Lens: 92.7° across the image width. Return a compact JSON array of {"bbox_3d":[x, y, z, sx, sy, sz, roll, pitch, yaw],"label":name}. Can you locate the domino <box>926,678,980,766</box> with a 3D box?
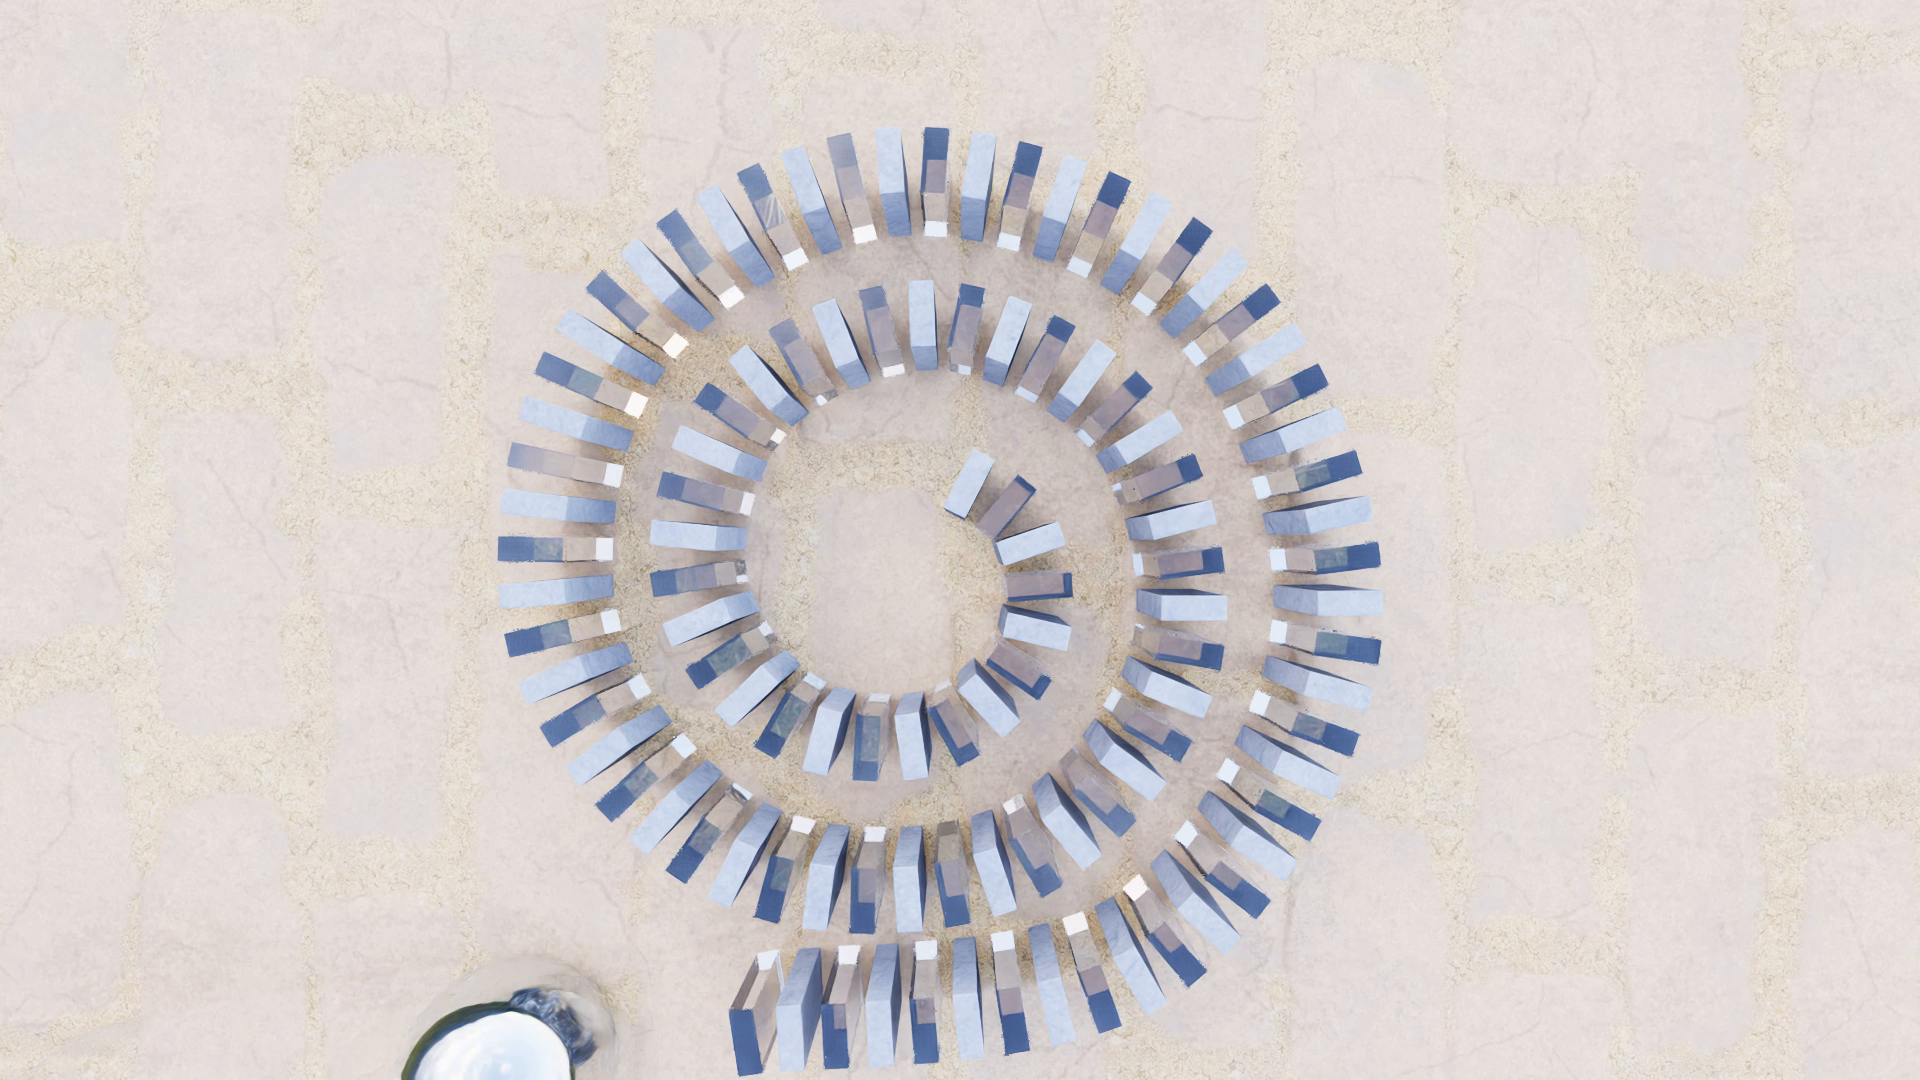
[{"bbox_3d":[-0.003,0.074,0.375,0.009,0.050,0.025,-29,90,0],"label":"domino"}]

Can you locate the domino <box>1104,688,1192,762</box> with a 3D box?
[{"bbox_3d":[0.076,0.075,0.375,0.025,0.050,0.010,30,90,0],"label":"domino"}]

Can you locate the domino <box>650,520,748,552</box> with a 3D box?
[{"bbox_3d":[-0.106,-0.002,0.375,0.025,0.050,0.010,6,90,0],"label":"domino"}]

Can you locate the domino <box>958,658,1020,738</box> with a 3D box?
[{"bbox_3d":[0.011,0.063,0.375,0.009,0.050,0.025,-43,90,0],"label":"domino"}]

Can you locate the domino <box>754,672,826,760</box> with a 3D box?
[{"bbox_3d":[-0.068,0.071,0.375,0.010,0.050,0.025,30,90,0],"label":"domino"}]

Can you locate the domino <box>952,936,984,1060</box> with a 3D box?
[{"bbox_3d":[0.003,0.186,0.375,0.010,0.050,0.025,-7,90,0],"label":"domino"}]

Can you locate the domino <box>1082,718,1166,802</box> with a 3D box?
[{"bbox_3d":[0.066,0.089,0.375,0.025,0.050,0.009,37,90,0],"label":"domino"}]

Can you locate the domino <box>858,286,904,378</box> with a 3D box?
[{"bbox_3d":[-0.031,-0.084,0.375,0.010,0.050,0.025,-13,90,0],"label":"domino"}]

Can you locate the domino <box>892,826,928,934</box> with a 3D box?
[{"bbox_3d":[-0.020,0.137,0.375,0.010,0.050,0.025,-5,90,0],"label":"domino"}]

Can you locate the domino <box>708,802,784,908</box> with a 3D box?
[{"bbox_3d":[-0.087,0.127,0.375,0.010,0.050,0.025,26,90,0],"label":"domino"}]

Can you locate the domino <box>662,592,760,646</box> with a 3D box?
[{"bbox_3d":[-0.101,0.032,0.375,0.025,0.050,0.009,-24,90,0],"label":"domino"}]

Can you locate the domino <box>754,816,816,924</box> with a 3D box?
[{"bbox_3d":[-0.071,0.133,0.375,0.010,0.050,0.025,15,90,0],"label":"domino"}]

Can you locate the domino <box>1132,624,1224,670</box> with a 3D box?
[{"bbox_3d":[0.088,0.043,0.375,0.025,0.050,0.010,10,90,0],"label":"domino"}]

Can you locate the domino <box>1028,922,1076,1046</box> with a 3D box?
[{"bbox_3d":[0.037,0.180,0.375,0.009,0.050,0.025,-13,90,0],"label":"domino"}]

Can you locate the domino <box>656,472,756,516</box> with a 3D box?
[{"bbox_3d":[-0.103,-0.019,0.375,0.025,0.050,0.010,15,90,0],"label":"domino"}]

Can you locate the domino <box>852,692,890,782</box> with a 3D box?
[{"bbox_3d":[-0.036,0.080,0.375,0.009,0.050,0.025,3,90,0],"label":"domino"}]

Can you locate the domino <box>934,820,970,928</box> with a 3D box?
[{"bbox_3d":[-0.003,0.135,0.375,0.009,0.050,0.025,-11,90,0],"label":"domino"}]

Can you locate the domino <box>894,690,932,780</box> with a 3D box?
[{"bbox_3d":[-0.019,0.079,0.375,0.009,0.050,0.025,-8,90,0],"label":"domino"}]

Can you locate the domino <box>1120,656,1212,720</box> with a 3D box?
[{"bbox_3d":[0.083,0.059,0.375,0.025,0.050,0.010,22,90,0],"label":"domino"}]

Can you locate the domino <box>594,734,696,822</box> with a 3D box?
[{"bbox_3d":[-0.127,0.096,0.375,0.025,0.050,0.010,-43,90,0],"label":"domino"}]

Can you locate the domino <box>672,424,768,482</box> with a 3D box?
[{"bbox_3d":[-0.097,-0.035,0.375,0.025,0.050,0.009,24,90,0],"label":"domino"}]

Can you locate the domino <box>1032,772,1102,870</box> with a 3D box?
[{"bbox_3d":[0.043,0.114,0.375,0.010,0.050,0.025,-40,90,0],"label":"domino"}]

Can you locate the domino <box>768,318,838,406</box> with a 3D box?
[{"bbox_3d":[-0.063,-0.072,0.375,0.010,0.050,0.025,-30,90,0],"label":"domino"}]

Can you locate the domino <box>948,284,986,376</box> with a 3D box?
[{"bbox_3d":[0.002,-0.085,0.375,0.009,0.050,0.025,12,90,0],"label":"domino"}]

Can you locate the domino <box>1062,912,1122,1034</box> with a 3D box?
[{"bbox_3d":[0.053,0.175,0.375,0.009,0.050,0.025,-20,90,0],"label":"domino"}]

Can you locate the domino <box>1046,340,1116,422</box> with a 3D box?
[{"bbox_3d":[0.049,-0.064,0.375,0.010,0.050,0.025,36,90,0],"label":"domino"}]

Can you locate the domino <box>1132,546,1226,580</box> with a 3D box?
[{"bbox_3d":[0.088,0.009,0.375,0.025,0.050,0.009,-8,90,0],"label":"domino"}]

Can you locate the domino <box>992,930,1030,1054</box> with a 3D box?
[{"bbox_3d":[0.020,0.184,0.375,0.010,0.050,0.025,-9,90,0],"label":"domino"}]

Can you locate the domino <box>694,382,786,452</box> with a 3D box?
[{"bbox_3d":[-0.089,-0.050,0.375,0.025,0.050,0.009,35,90,0],"label":"domino"}]

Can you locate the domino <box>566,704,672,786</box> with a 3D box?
[{"bbox_3d":[-0.138,0.083,0.375,0.025,0.050,0.009,-37,90,0],"label":"domino"}]

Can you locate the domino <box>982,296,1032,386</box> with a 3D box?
[{"bbox_3d":[0.019,-0.080,0.375,0.009,0.050,0.025,21,90,0],"label":"domino"}]

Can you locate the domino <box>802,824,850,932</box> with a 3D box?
[{"bbox_3d":[-0.054,0.137,0.375,0.010,0.050,0.025,7,90,0],"label":"domino"}]

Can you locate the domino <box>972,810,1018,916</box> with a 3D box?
[{"bbox_3d":[0.013,0.131,0.375,0.009,0.050,0.025,-19,90,0],"label":"domino"}]

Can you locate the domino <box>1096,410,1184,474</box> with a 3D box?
[{"bbox_3d":[0.072,-0.039,0.375,0.025,0.050,0.009,-31,90,0],"label":"domino"}]

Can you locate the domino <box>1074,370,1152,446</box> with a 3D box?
[{"bbox_3d":[0.062,-0.053,0.375,0.025,0.050,0.009,-44,90,0],"label":"domino"}]

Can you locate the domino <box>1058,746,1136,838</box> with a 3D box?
[{"bbox_3d":[0.055,0.102,0.375,0.025,0.050,0.009,43,90,0],"label":"domino"}]

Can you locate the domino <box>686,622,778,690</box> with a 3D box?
[{"bbox_3d":[-0.092,0.047,0.375,0.025,0.050,0.010,-34,90,0],"label":"domino"}]

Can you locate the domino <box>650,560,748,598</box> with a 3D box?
[{"bbox_3d":[-0.106,0.015,0.375,0.025,0.050,0.009,-9,90,0],"label":"domino"}]

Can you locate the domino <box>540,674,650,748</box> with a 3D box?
[{"bbox_3d":[-0.148,0.069,0.375,0.025,0.050,0.010,-31,90,0],"label":"domino"}]

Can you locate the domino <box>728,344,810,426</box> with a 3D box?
[{"bbox_3d":[-0.077,-0.062,0.375,0.010,0.050,0.025,-40,90,0],"label":"domino"}]

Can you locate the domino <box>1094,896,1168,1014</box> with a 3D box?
[{"bbox_3d":[0.069,0.168,0.375,0.009,0.050,0.025,-30,90,0],"label":"domino"}]

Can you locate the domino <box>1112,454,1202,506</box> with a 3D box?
[{"bbox_3d":[0.080,-0.024,0.375,0.025,0.050,0.010,-22,90,0],"label":"domino"}]

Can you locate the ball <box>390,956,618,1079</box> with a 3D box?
[{"bbox_3d":[-0.177,0.207,0.360,0.080,0.080,0.080,0,90,0],"label":"ball"}]

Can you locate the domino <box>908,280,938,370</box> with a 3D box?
[{"bbox_3d":[-0.015,-0.087,0.375,0.010,0.050,0.025,-2,90,0],"label":"domino"}]

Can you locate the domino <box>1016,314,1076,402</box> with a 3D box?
[{"bbox_3d":[0.034,-0.073,0.375,0.010,0.050,0.025,28,90,0],"label":"domino"}]

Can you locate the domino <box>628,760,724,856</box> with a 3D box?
[{"bbox_3d":[-0.115,0.108,0.375,0.009,0.050,0.025,42,90,0],"label":"domino"}]

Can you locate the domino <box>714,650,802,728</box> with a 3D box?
[{"bbox_3d":[-0.082,0.060,0.375,0.025,0.050,0.010,-44,90,0],"label":"domino"}]

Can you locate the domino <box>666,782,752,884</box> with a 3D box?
[{"bbox_3d":[-0.102,0.119,0.375,0.010,0.050,0.025,35,90,0],"label":"domino"}]

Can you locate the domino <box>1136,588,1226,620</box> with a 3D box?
[{"bbox_3d":[0.089,0.026,0.375,0.025,0.050,0.009,0,90,0],"label":"domino"}]

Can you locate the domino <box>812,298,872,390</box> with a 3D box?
[{"bbox_3d":[-0.048,-0.079,0.375,0.010,0.050,0.025,-22,90,0],"label":"domino"}]

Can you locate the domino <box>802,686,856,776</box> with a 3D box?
[{"bbox_3d":[-0.053,0.077,0.375,0.009,0.050,0.025,14,90,0],"label":"domino"}]

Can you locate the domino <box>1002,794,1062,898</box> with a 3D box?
[{"bbox_3d":[0.029,0.124,0.375,0.009,0.050,0.025,-30,90,0],"label":"domino"}]

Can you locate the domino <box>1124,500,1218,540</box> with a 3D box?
[{"bbox_3d":[0.085,-0.008,0.375,0.025,0.050,0.009,-14,90,0],"label":"domino"}]

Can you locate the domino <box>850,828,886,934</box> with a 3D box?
[{"bbox_3d":[-0.037,0.138,0.375,0.010,0.050,0.025,1,90,0],"label":"domino"}]
